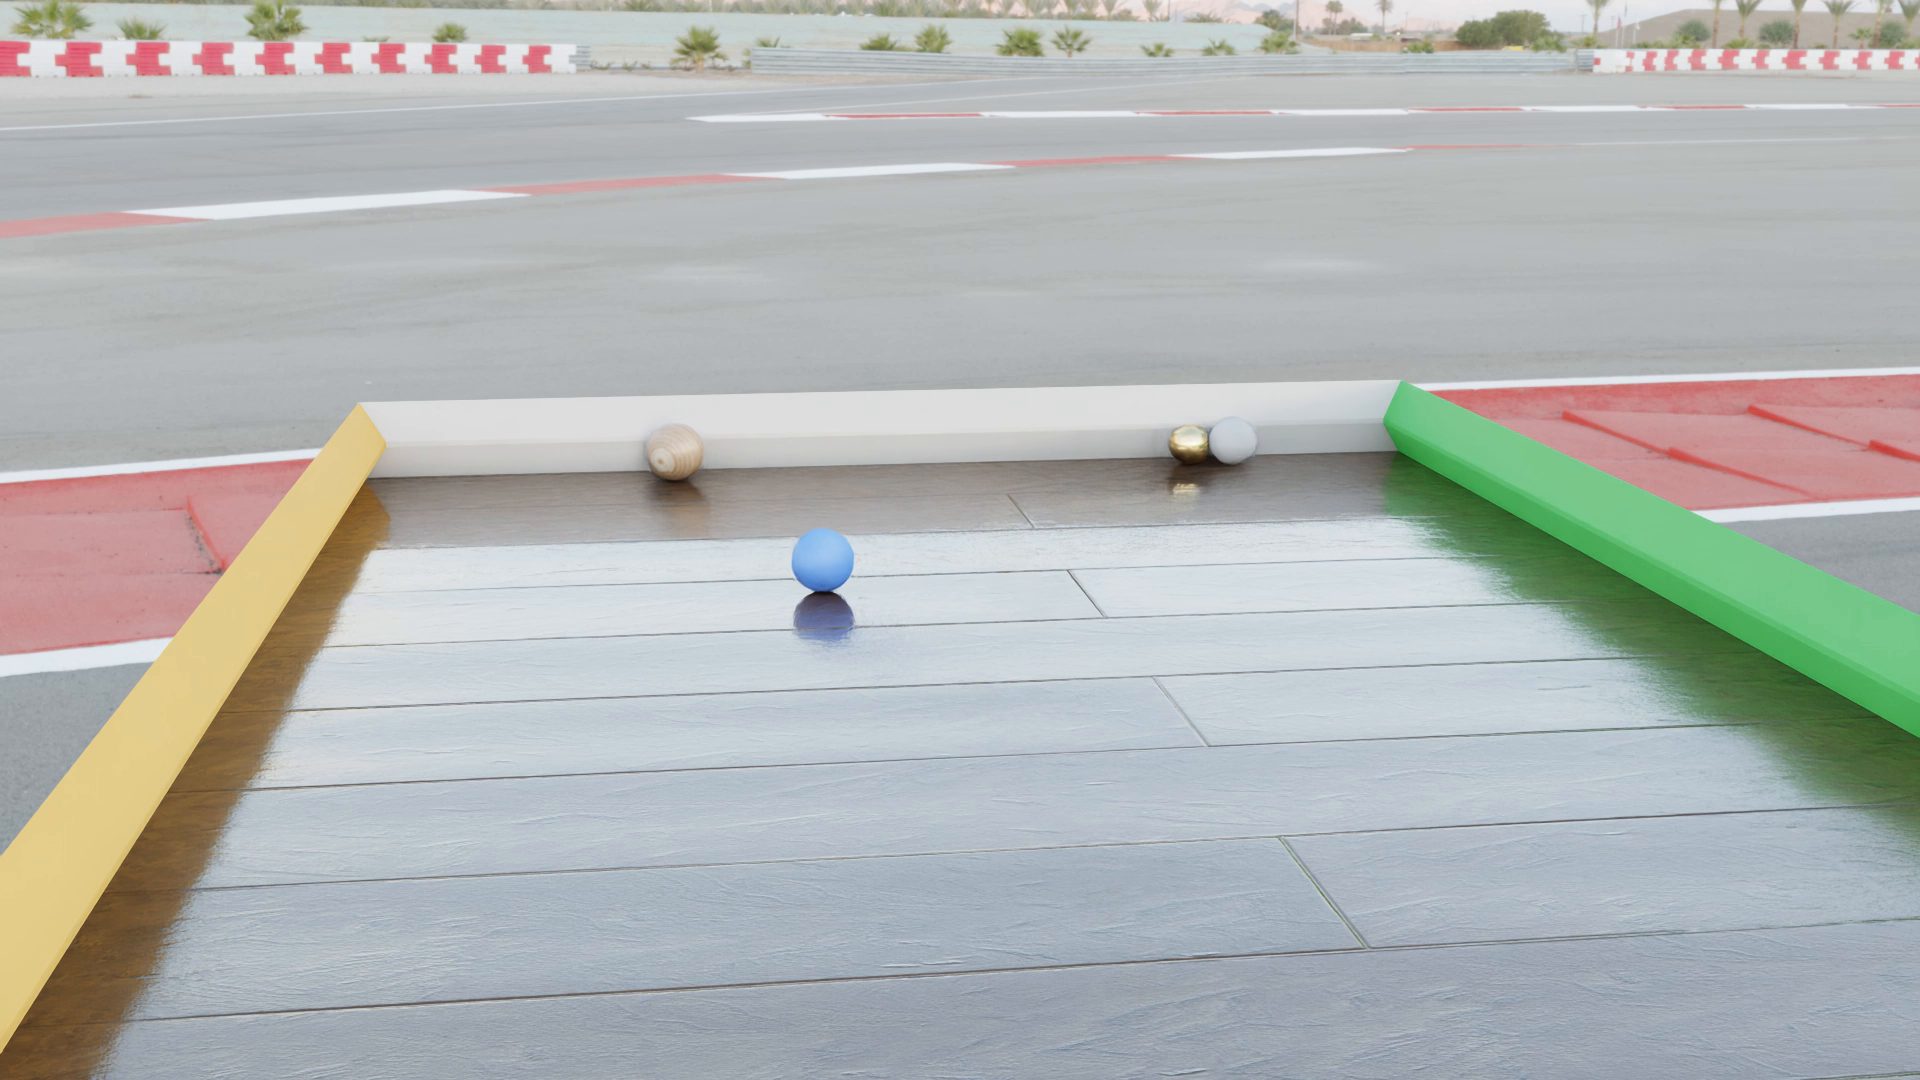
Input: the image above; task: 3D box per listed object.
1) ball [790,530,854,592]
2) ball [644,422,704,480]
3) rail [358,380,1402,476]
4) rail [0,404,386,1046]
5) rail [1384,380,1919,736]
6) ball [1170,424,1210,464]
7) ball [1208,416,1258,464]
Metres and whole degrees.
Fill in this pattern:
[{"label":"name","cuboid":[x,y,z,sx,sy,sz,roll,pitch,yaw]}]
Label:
[{"label":"ball","cuboid":[-0.174,0.026,2.778,0.080,0.080,0.080,0,13,0]},{"label":"ball","cuboid":[-0.452,-0.140,3.476,0.092,0.092,0.092,0,13,0]},{"label":"rail","cuboid":[-0.100,-0.180,3.586,1.716,0.120,0.045,-2,13,-8]},{"label":"rail","cuboid":[-0.723,0.174,2.040,0.045,0.120,3.018,-2,13,-8]},{"label":"rail","cuboid":[0.930,0.122,2.263,0.045,0.120,3.018,-2,13,-8]},{"label":"ball","cuboid":[0.376,-0.157,3.613,0.065,0.065,0.065,0,13,0]},{"label":"ball","cuboid":[0.448,-0.163,3.608,0.078,0.078,0.078,0,13,0]}]
